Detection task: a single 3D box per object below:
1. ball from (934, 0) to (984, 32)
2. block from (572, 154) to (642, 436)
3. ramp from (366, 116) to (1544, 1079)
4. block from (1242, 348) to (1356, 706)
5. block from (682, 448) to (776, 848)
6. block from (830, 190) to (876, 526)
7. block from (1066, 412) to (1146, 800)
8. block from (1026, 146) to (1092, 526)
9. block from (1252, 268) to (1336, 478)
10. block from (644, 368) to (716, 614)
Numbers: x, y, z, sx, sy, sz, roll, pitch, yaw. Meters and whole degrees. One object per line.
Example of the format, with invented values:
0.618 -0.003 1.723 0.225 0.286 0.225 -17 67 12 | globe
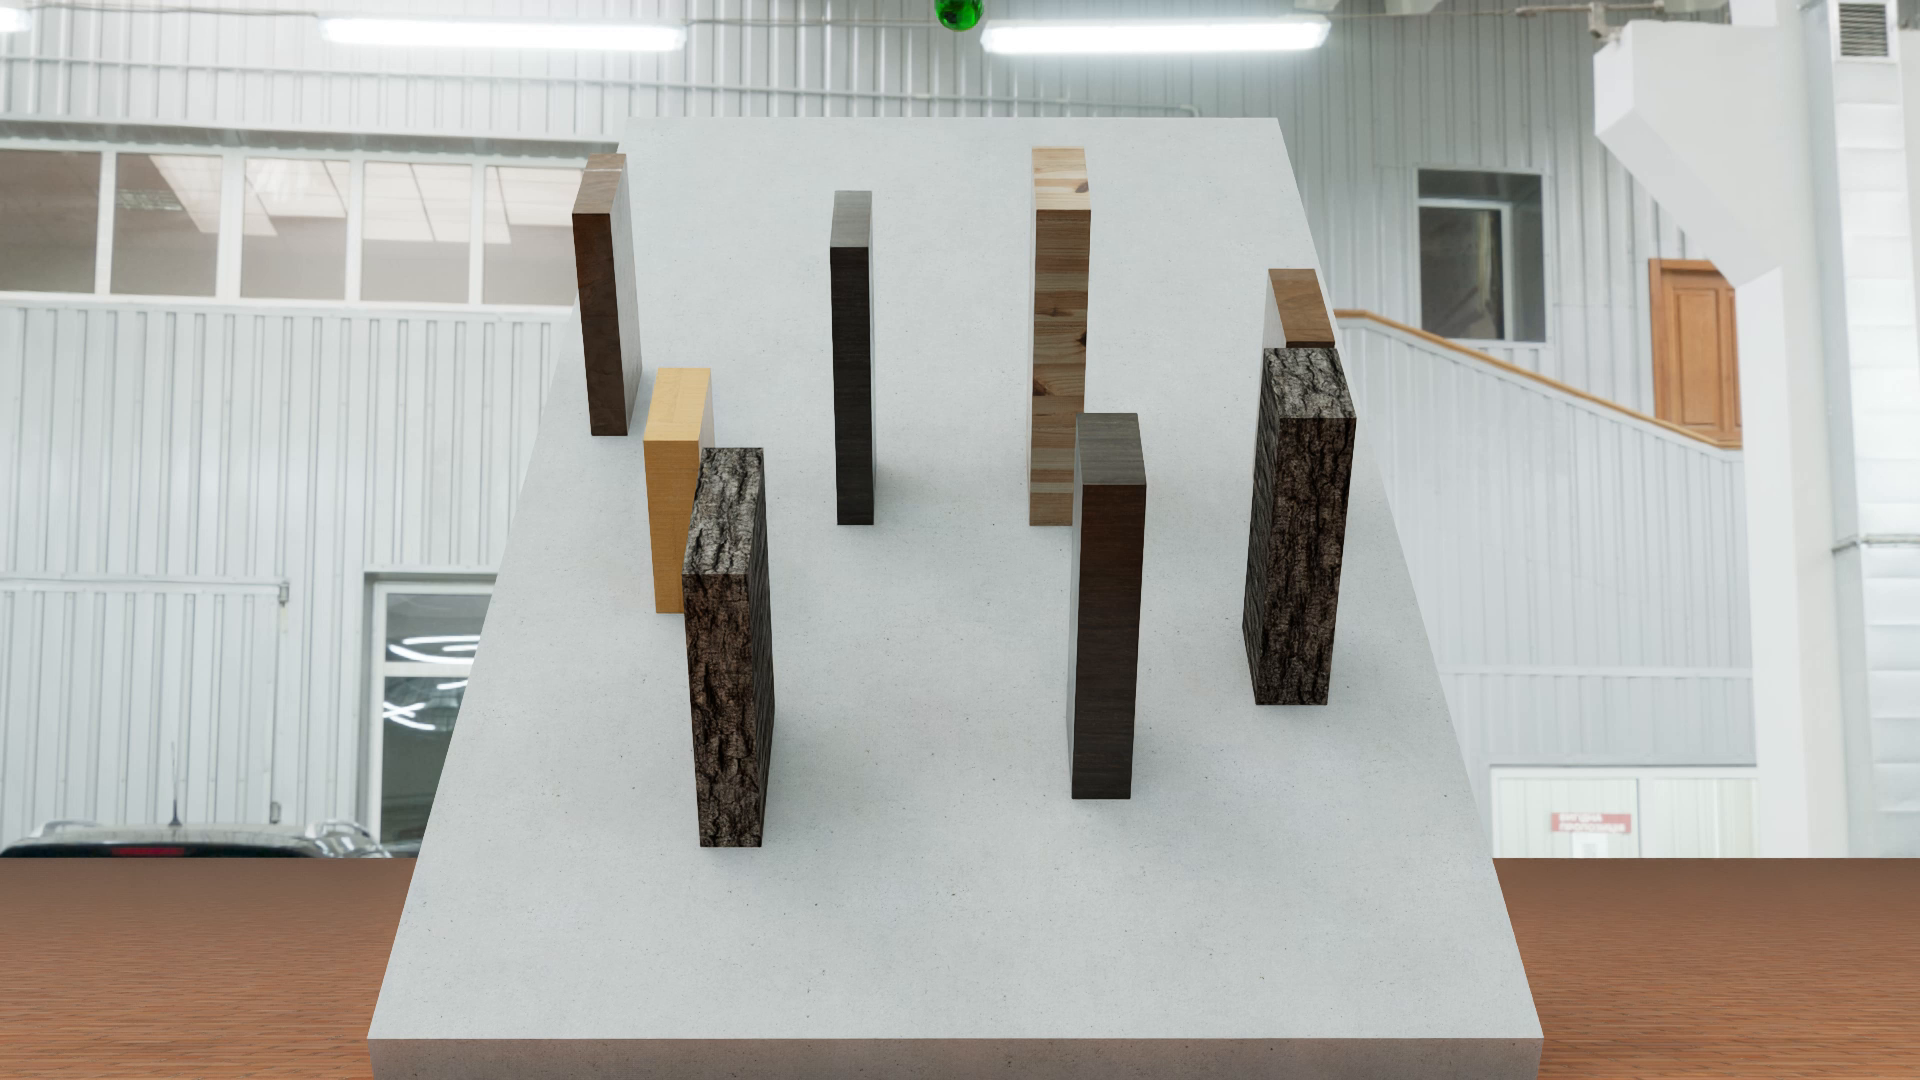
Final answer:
-0.003 -1.564 7.180 0.149 0.149 0.149 0 -7 0 | ball
-0.841 -0.586 5.870 0.087 0.584 0.338 0 32 0 | block
-0.015 -0.185 5.881 2.000 0.100 4.000 0 32 0 | ramp
0.673 -0.022 4.912 0.144 0.670 0.279 0 32 0 | block
-0.429 0.200 4.610 0.115 0.611 0.436 0 32 0 | block
-0.236 -0.403 5.483 0.082 0.694 0.287 0 32 0 | block
0.272 0.131 4.634 0.114 0.707 0.258 0 32 0 | block
0.215 -0.450 5.478 0.115 0.781 0.330 0 32 0 | block
0.738 -0.288 5.460 0.104 0.531 0.347 0 32 0 | block
-0.593 -0.107 5.263 0.113 0.428 0.312 0 32 0 | block
